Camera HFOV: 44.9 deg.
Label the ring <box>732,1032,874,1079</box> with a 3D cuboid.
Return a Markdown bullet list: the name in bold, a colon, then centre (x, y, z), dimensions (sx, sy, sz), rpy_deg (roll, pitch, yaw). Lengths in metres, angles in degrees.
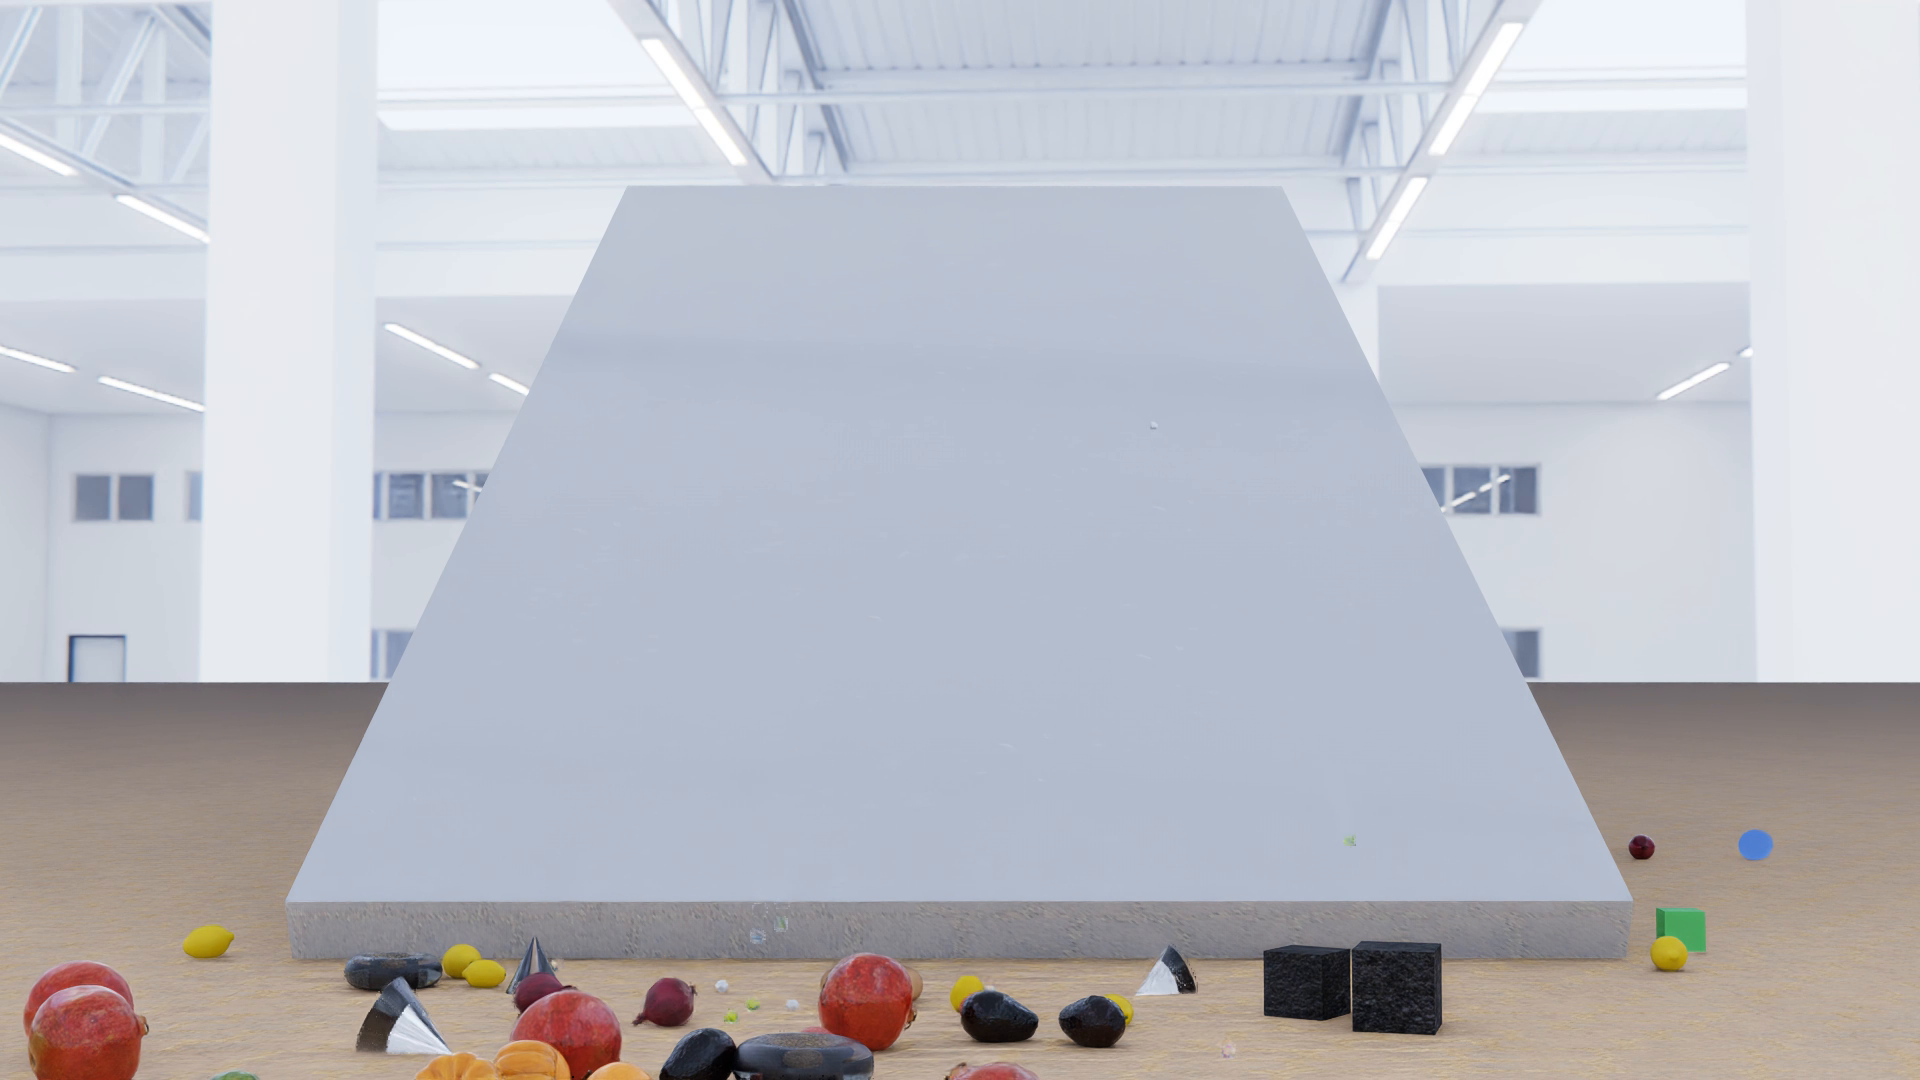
- **ring**: centre (-0.161, 0.539, 2.389), dimensions (0.147, 0.049, 0.147), rpy_deg (1, -3, 0)

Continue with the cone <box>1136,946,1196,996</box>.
- **cone**: centre (0.263, 0.588, 3.087), dimensions (0.072, 0.072, 0.072), rpy_deg (-27, 3, -14)

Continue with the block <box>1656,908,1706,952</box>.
- **block**: centre (1.117, 0.603, 3.602), dimensions (0.061, 0.061, 0.061), rpy_deg (0, -3, 4)

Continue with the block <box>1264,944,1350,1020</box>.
- **block**: centre (0.434, 0.553, 2.908), dimensions (0.080, 0.080, 0.080), rpy_deg (-2, -4, 35)

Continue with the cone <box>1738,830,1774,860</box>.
- **cone**: centre (1.847, 0.720, 5.377), dimensions (0.077, 0.077, 0.077), rpy_deg (-2, -30, 27)

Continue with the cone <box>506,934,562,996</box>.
- **cone**: centre (-0.570, 0.567, 3.116), dimensions (0.076, 0.076, 0.076), rpy_deg (0, -3, 0)

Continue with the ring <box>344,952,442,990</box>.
- **ring**: centre (-0.772, 0.587, 3.167), dimensions (0.131, 0.044, 0.131), rpy_deg (1, -4, 0)

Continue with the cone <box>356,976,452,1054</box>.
- **cone**: centre (-0.609, 0.554, 2.607), dimensions (0.095, 0.095, 0.095), rpy_deg (26, 1, 9)

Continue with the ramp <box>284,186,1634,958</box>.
- **ramp**: centre (-0.008, -0.228, 5.295), dimensions (2.000, 0.100, 4.000), rpy_deg (0, 24, 0)

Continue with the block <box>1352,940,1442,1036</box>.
- **block**: centre (0.527, 0.539, 2.801), dimensions (0.097, 0.097, 0.097), rpy_deg (-1, -3, 17)

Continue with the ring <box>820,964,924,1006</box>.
- **ring**: centre (-0.115, 0.578, 3.018), dimensions (0.134, 0.045, 0.134), rpy_deg (0, -5, 0)
